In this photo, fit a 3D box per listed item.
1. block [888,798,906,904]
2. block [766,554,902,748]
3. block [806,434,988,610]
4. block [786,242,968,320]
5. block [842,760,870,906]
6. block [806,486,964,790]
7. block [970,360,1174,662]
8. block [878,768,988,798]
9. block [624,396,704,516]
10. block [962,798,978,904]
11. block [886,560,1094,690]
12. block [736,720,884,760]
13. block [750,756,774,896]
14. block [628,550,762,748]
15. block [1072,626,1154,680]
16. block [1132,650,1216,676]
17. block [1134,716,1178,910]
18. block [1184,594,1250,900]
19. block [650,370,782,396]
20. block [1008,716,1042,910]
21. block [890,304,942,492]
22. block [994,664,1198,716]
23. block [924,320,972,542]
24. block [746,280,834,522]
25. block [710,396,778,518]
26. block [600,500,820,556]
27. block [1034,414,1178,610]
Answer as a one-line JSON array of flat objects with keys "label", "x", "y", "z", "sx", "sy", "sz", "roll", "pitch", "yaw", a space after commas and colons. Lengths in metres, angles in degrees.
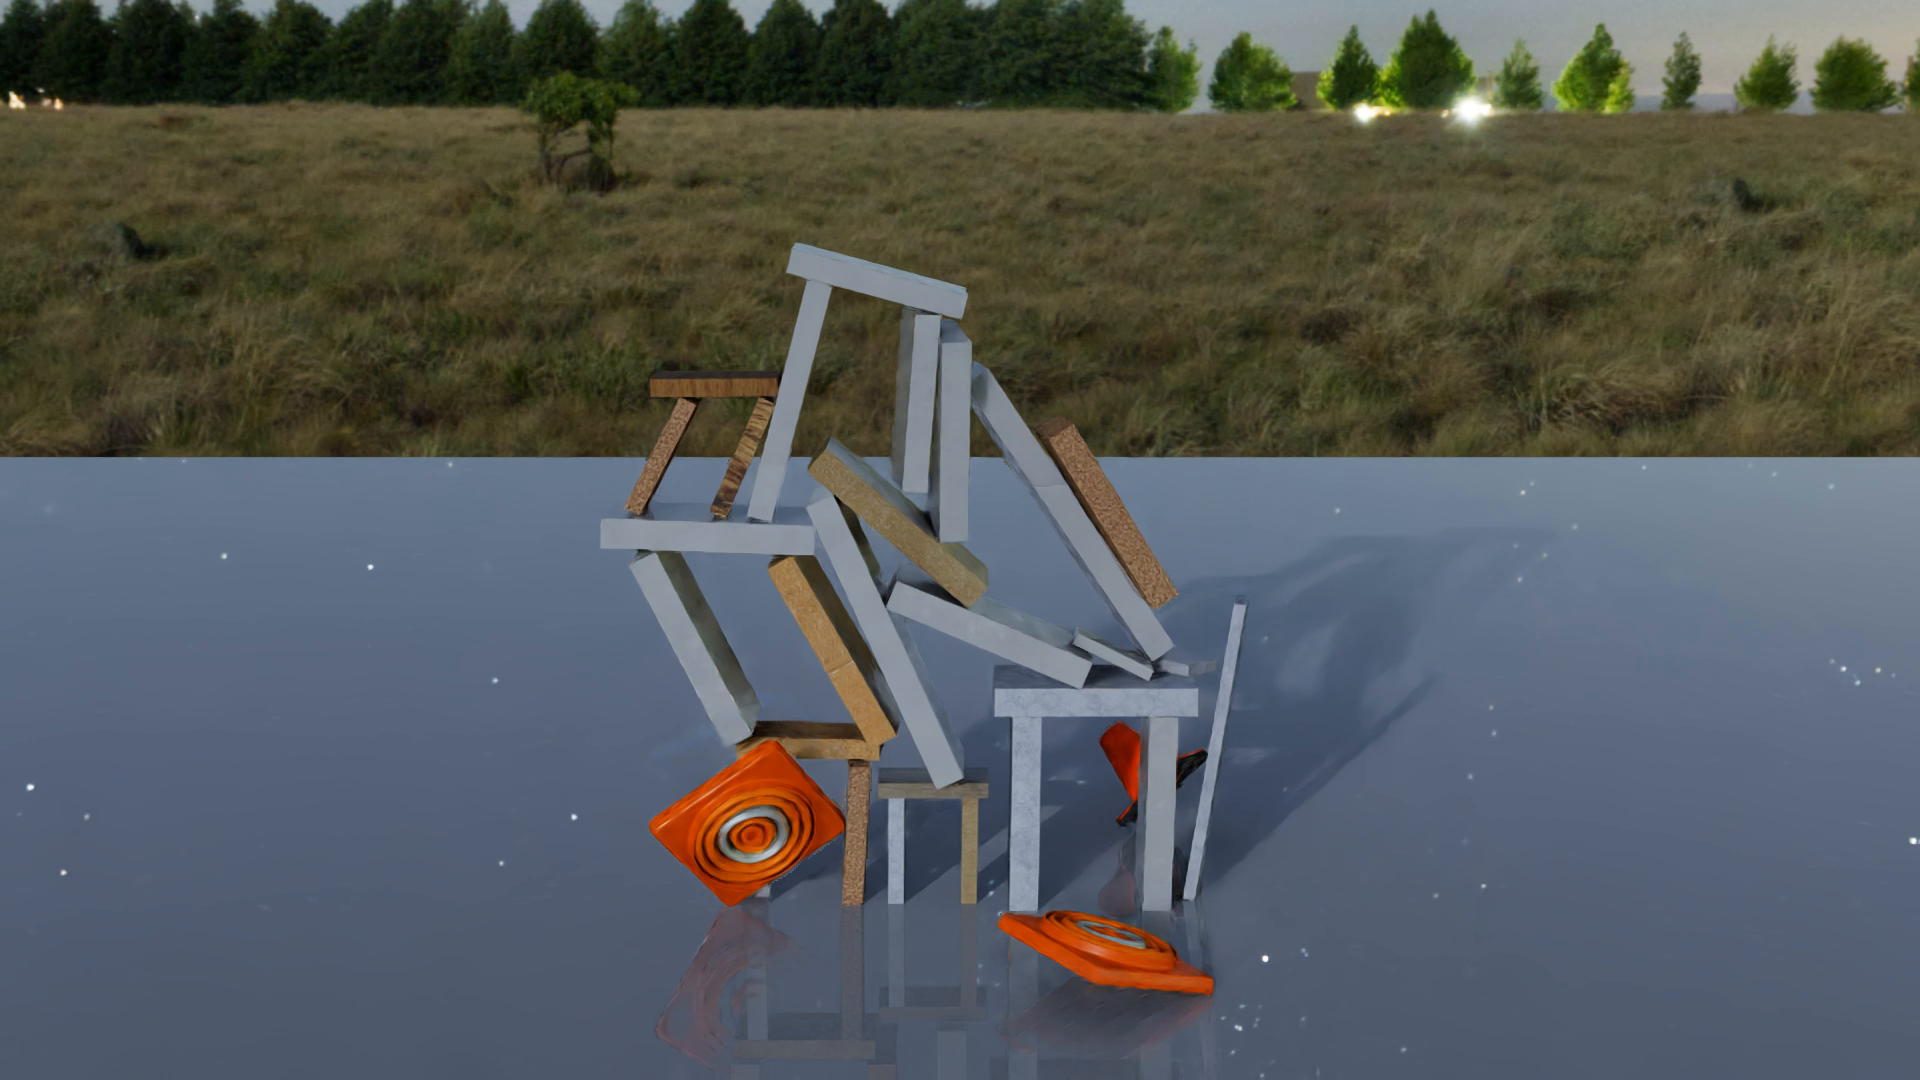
[{"label": "block", "x": -0.105, "y": 0.502, "z": 3.649, "sx": 0.026, "sy": 0.180, "sz": 0.090, "roll": 1, "pitch": 10, "yaw": 0}, {"label": "block", "x": -0.202, "y": 0.165, "z": 3.595, "sx": 0.048, "sy": 0.338, "sz": 0.169, "roll": -29, "pitch": 9, "yaw": 7}, {"label": "block", "x": -0.098, "y": -0.032, "z": 3.560, "sx": 0.339, "sy": 0.048, "sz": 0.170, "roll": 41, "pitch": 8, "yaw": -7}, {"label": "block", "x": -0.130, "y": -0.411, "z": 3.478, "sx": 0.282, "sy": 0.040, "sz": 0.141, "roll": 15, "pitch": 11, "yaw": -5}, {"label": "block", "x": -0.173, "y": 0.473, "z": 3.649, "sx": 0.033, "sy": 0.235, "sz": 0.117, "roll": 3, "pitch": 10, "yaw": -4}, {"label": "block", "x": -0.118, "y": 0.151, "z": 3.588, "sx": 0.048, "sy": 0.506, "sz": 0.170, "roll": -24, "pitch": 9, "yaw": 4}, {"label": "block", "x": 0.168, "y": -0.049, "z": 3.630, "sx": 0.046, "sy": 0.556, "sz": 0.162, "roll": -35, "pitch": 13, "yaw": -2}, {"label": "block", "x": -0.044, "y": 0.401, "z": 3.631, "sx": 0.180, "sy": 0.026, "sz": 0.090, "roll": 0, "pitch": 10, "yaw": 0}, {"label": "block", "x": -0.476, "y": -0.142, "z": 3.536, "sx": 0.028, "sy": 0.201, "sz": 0.100, "roll": 27, "pitch": 10, "yaw": -5}, {"label": "block", "x": 0.016, "y": 0.502, "z": 3.649, "sx": 0.026, "sy": 0.180, "sz": 0.090, "roll": 1, "pitch": 10, "yaw": 0}, {"label": "block", "x": 0.047, "y": 0.136, "z": 3.583, "sx": 0.339, "sy": 0.048, "sz": 0.170, "roll": 23, "pitch": 10, "yaw": -4}, {"label": "block", "x": -0.247, "y": 0.332, "z": 3.657, "sx": 0.235, "sy": 0.033, "sz": 0.117, "roll": 2, "pitch": 9, "yaw": 2}, {"label": "block", "x": -0.331, "y": 0.465, "z": 3.676, "sx": 0.033, "sy": 0.235, "sz": 0.117, "roll": 1, "pitch": 7, "yaw": -2}, {"label": "block", "x": -0.430, "y": 0.160, "z": 3.601, "sx": 0.048, "sy": 0.337, "sz": 0.169, "roll": -25, "pitch": 11, "yaw": 5}, {"label": "block", "x": 0.249, "y": 0.185, "z": 3.587, "sx": 0.137, "sy": 0.019, "sz": 0.068, "roll": 26, "pitch": 8, "yaw": -1}, {"label": "block", "x": 0.352, "y": 0.202, "z": 3.663, "sx": 0.068, "sy": 0.019, "sz": 0.137, "roll": -9, "pitch": 13, "yaw": -42}, {"label": "block", "x": 0.325, "y": 0.430, "z": 3.638, "sx": 0.046, "sy": 0.326, "sz": 0.163, "roll": 1, "pitch": 11, "yaw": 0}, {"label": "block", "x": 0.421, "y": 0.343, "z": 3.613, "sx": 0.019, "sy": 0.509, "sz": 0.068, "roll": 11, "pitch": 13, "yaw": 11}, {"label": "block", "x": -0.389, "y": -0.250, "z": 3.514, "sx": 0.201, "sy": 0.028, "sz": 0.100, "roll": 0, "pitch": 11, "yaw": -1}, {"label": "block", "x": 0.106, "y": 0.430, "z": 3.638, "sx": 0.046, "sy": 0.326, "sz": 0.163, "roll": 1, "pitch": 11, "yaw": 0}, {"label": "block", "x": -0.073, "y": -0.228, "z": 3.513, "sx": 0.040, "sy": 0.282, "sz": 0.141, "roll": 2, "pitch": 12, "yaw": -11}, {"label": "block", "x": 0.219, "y": 0.246, "z": 3.604, "sx": 0.326, "sy": 0.046, "sz": 0.163, "roll": 0, "pitch": 11, "yaw": 0}, {"label": "block", "x": -0.021, "y": -0.177, "z": 3.532, "sx": 0.046, "sy": 0.325, "sz": 0.162, "roll": -2, "pitch": 19, "yaw": -9}, {"label": "block", "x": -0.269, "y": -0.230, "z": 3.515, "sx": 0.040, "sy": 0.388, "sz": 0.141, "roll": 15, "pitch": 11, "yaw": -4}, {"label": "block", "x": -0.346, "y": -0.140, "z": 3.536, "sx": 0.028, "sy": 0.201, "sz": 0.100, "roll": 24, "pitch": 10, "yaw": -5}, {"label": "block", "x": -0.399, "y": -0.020, "z": 3.561, "sx": 0.338, "sy": 0.048, "sz": 0.169, "roll": 2, "pitch": 11, "yaw": -1}, {"label": "block", "x": 0.236, "y": -0.048, "z": 3.571, "sx": 0.046, "sy": 0.325, "sz": 0.162, "roll": -33, "pitch": 11, "yaw": -1}]
